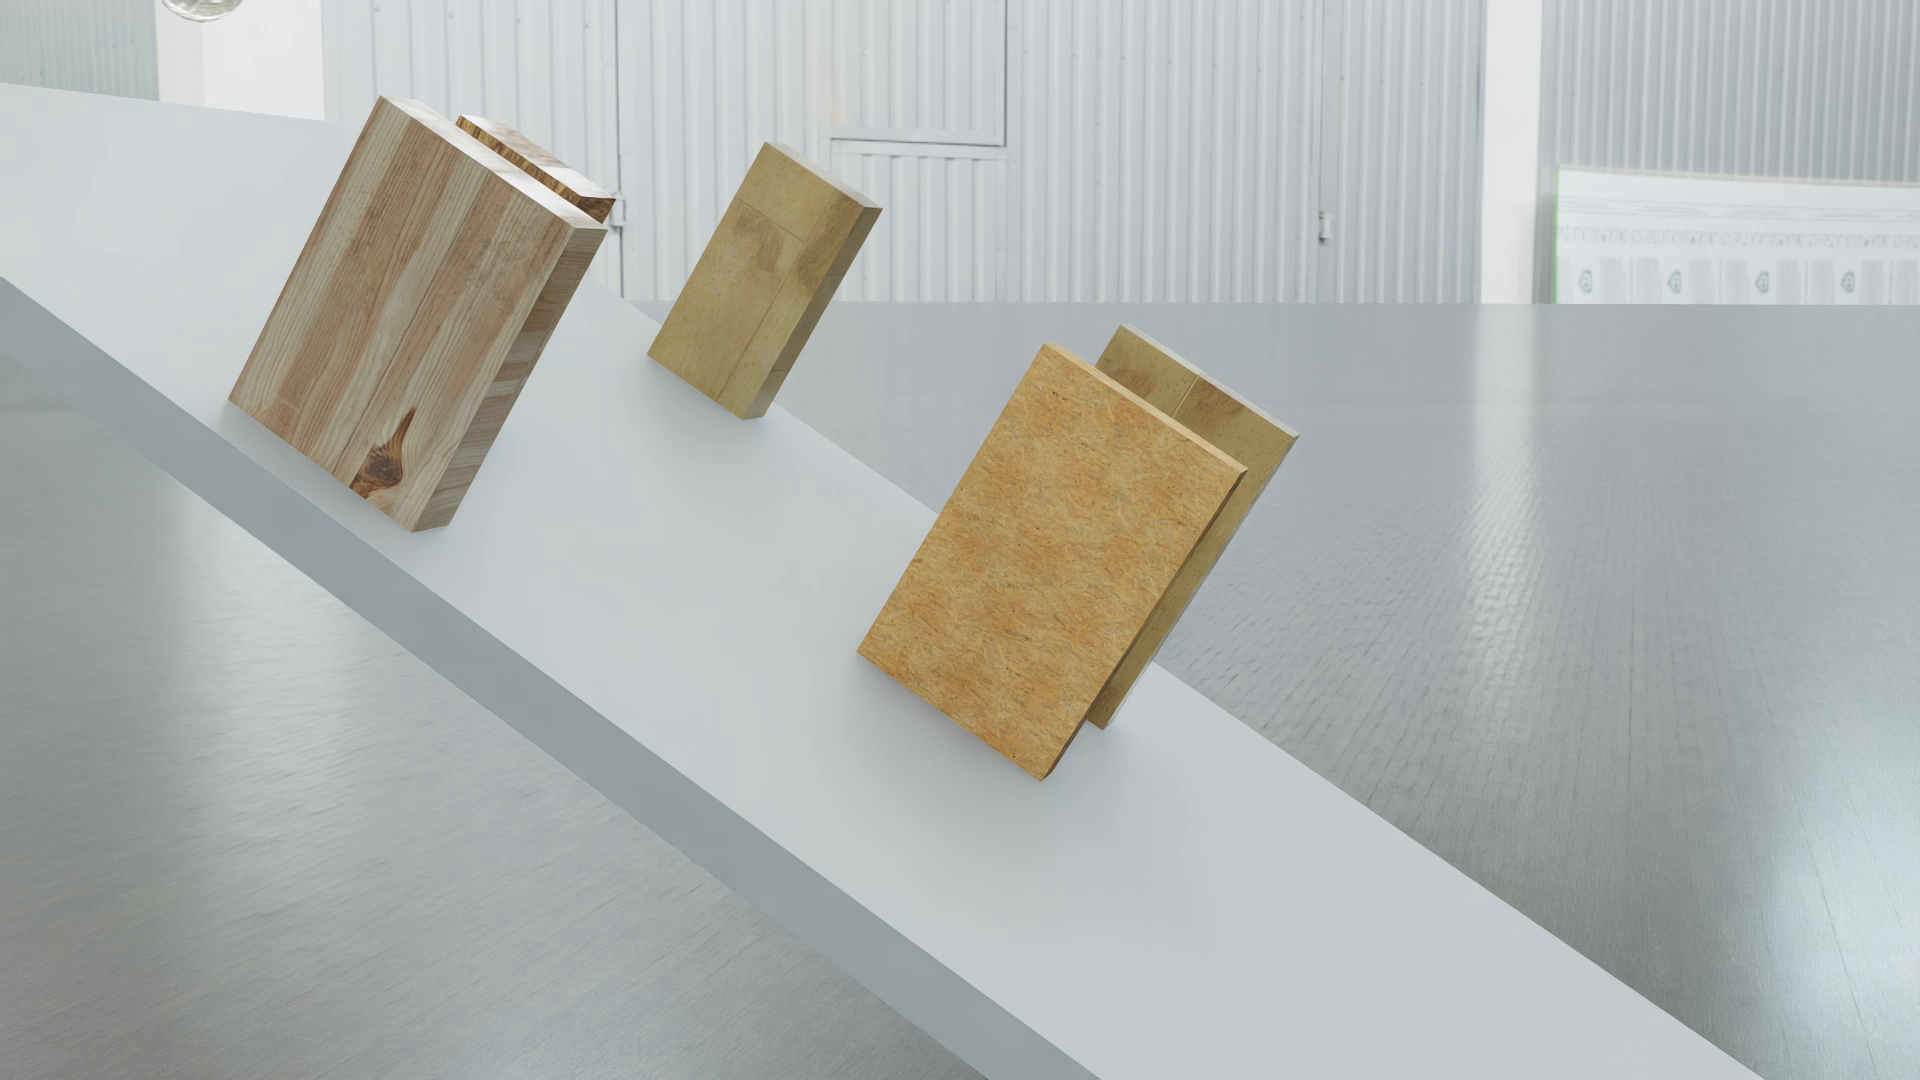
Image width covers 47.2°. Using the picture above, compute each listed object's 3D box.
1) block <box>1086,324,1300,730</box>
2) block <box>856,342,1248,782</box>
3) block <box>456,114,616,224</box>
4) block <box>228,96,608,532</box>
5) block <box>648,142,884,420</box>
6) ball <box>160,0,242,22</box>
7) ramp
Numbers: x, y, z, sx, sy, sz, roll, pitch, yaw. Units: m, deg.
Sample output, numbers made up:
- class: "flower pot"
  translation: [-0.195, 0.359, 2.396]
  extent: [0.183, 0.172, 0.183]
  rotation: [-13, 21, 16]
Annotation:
- class: "block"
  translation: [0.309, -0.025, 4.342]
  extent: [0.399, 0.693, 0.089]
  rotation: [34, 15, 11]
- class: "block"
  translation: [0.156, 0.039, 3.898]
  extent: [0.409, 0.660, 0.080]
  rotation: [34, 15, 11]
- class: "block"
  translation: [-0.863, -0.486, 3.952]
  extent: [0.272, 0.466, 0.138]
  rotation: [34, 15, 11]
- class: "block"
  translation: [-0.840, -0.346, 3.393]
  extent: [0.377, 0.544, 0.111]
  rotation: [34, 15, 11]
- class: "block"
  translation: [-0.438, -0.578, 4.920]
  extent: [0.271, 0.552, 0.126]
  rotation: [34, 15, 11]
- class: "ball"
  translation: [-1.592, -1.184, 4.606]
  extent: [0.195, 0.195, 0.195]
  rotation: [0, 7, 0]
- class: "ramp"
  translation: [-0.149, 0.247, 4.110]
  extent: [4.000, 0.100, 2.000]
  rotation: [34, 15, 11]
